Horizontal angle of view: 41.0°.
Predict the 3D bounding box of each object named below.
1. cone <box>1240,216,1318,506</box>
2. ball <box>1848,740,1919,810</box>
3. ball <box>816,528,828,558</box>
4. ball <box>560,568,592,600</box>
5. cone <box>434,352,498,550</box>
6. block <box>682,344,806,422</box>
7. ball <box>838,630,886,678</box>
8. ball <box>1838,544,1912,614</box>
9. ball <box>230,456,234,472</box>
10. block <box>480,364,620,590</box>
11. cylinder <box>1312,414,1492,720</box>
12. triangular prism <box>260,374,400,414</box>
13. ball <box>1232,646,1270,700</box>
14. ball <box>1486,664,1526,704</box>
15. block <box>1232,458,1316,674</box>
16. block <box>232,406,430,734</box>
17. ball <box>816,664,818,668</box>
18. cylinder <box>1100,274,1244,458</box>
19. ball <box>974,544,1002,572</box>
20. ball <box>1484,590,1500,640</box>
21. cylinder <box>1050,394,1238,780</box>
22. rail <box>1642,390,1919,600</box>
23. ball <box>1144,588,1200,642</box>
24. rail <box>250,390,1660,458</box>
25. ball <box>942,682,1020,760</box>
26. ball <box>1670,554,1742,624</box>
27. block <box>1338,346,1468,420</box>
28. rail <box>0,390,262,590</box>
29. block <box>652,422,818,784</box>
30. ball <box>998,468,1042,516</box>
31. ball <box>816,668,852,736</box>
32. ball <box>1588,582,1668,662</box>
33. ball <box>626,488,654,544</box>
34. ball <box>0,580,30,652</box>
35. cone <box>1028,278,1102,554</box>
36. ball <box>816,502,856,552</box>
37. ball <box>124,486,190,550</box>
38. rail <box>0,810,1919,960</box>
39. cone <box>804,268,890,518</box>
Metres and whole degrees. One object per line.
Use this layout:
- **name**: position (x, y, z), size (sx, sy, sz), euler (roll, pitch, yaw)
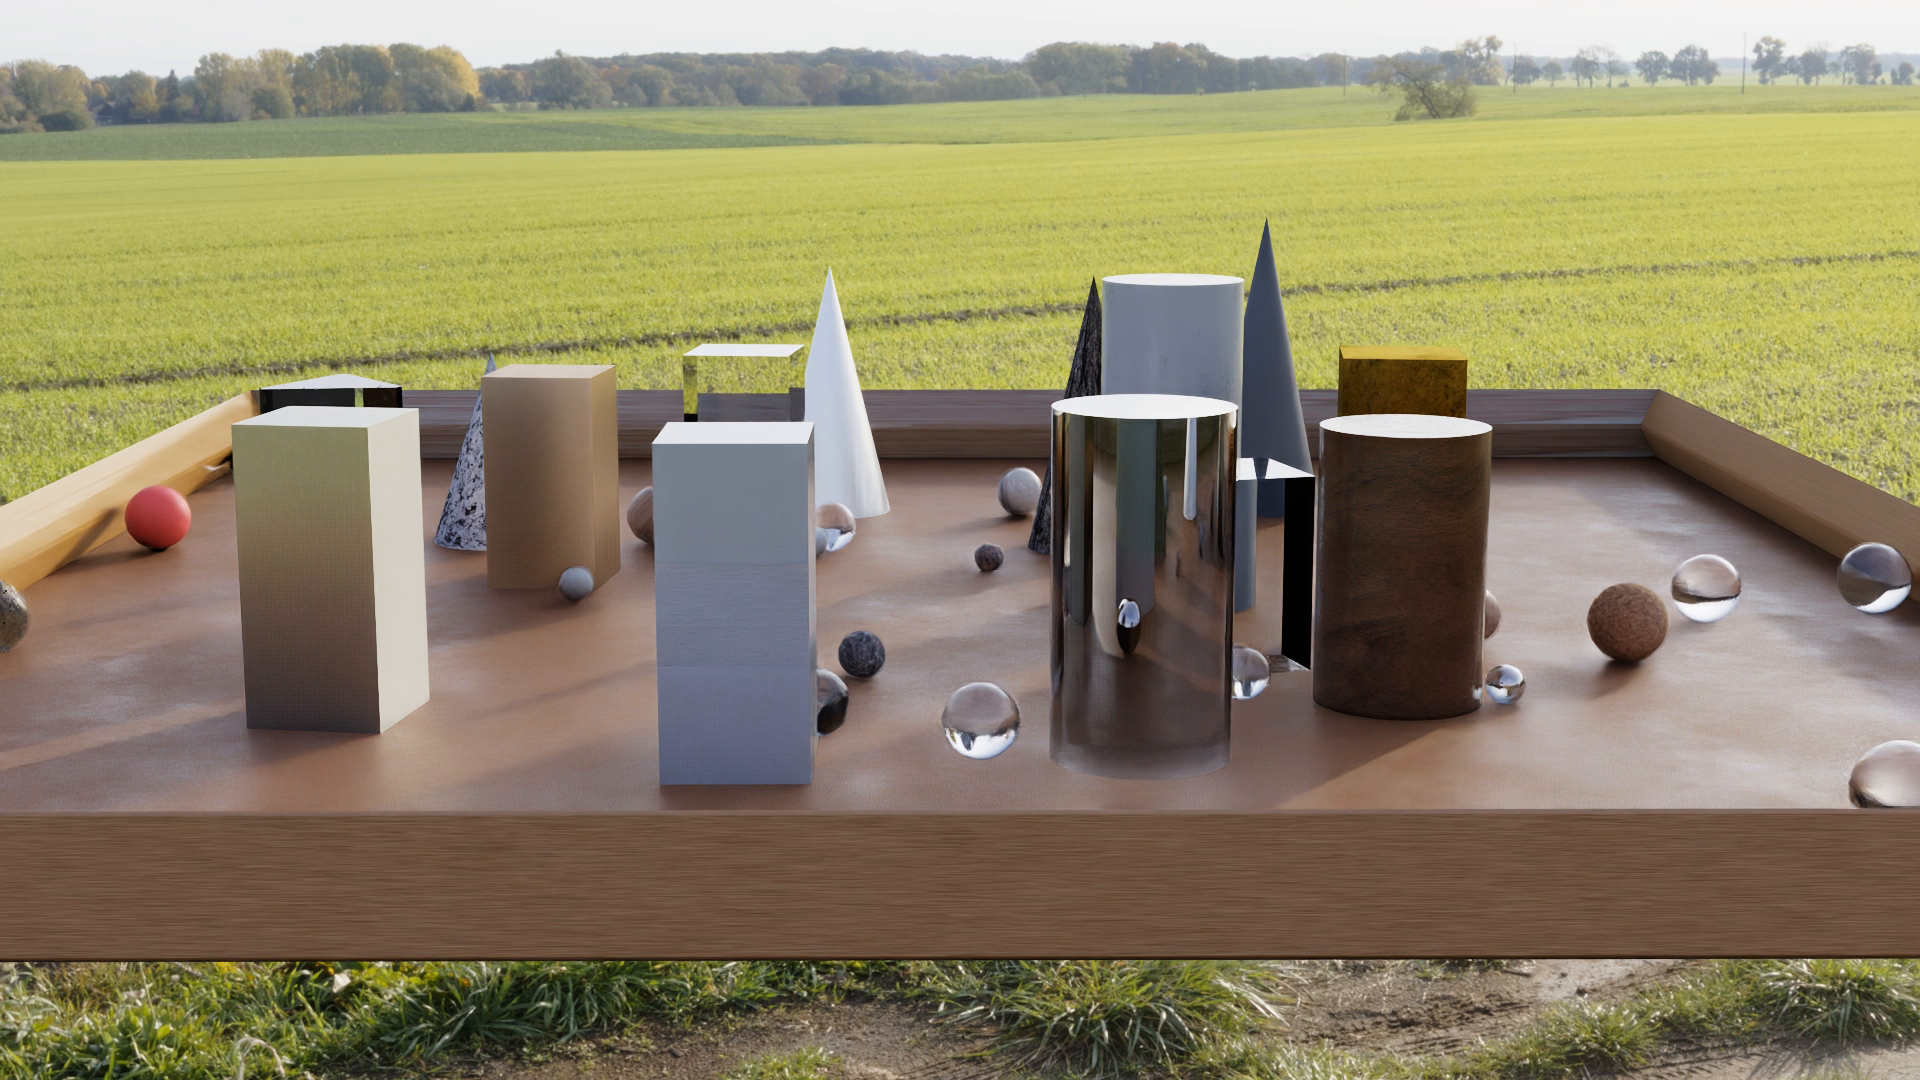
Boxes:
- **cone**: position (0.507, -0.301, 4.282), size (0.194, 0.479, 0.194), euler (0, 11, 0)
- **ball**: position (0.892, 0.238, 2.429), size (0.096, 0.096, 0.096), euler (0, 11, 0)
- **ball**: position (-0.221, 0.003, 3.828), size (0.046, 0.046, 0.046), euler (0, 11, 0)
- **ball**: position (-0.527, 0.061, 3.521), size (0.046, 0.046, 0.046), euler (0, 11, 0)
- **cone**: position (-0.718, -0.145, 3.957), size (0.194, 0.292, 0.194), euler (0, 11, 0)
- **block**: position (-0.319, -0.130, 3.831), size (0.155, 0.308, 0.155), euler (1, 11, 5)
- **ball**: position (-0.118, 0.137, 3.081), size (0.057, 0.057, 0.057), euler (0, 11, 0)
- **ball**: position (1.226, 0.052, 3.437), size (0.094, 0.094, 0.094), euler (0, 11, 0)
- **ball**: position (-1.257, -0.137, 4.536), size (0.065, 0.065, 0.065), euler (0, 11, 0)
- **block**: position (-0.579, -0.092, 3.648), size (0.155, 0.299, 0.155), euler (1, 11, 5)
- **cylinder**: position (0.507, 0.028, 2.947), size (0.194, 0.321, 0.194), euler (0, 11, 0)
- **triangular prism**: position (-0.780, -0.035, 3.242), size (0.168, 0.335, 0.145), euler (-1, 11, -7)
- **ball**: position (0.327, 0.154, 2.972), size (0.062, 0.062, 0.062), euler (0, 11, 0)
- **ball**: position (0.628, 0.166, 2.955), size (0.046, 0.046, 0.046), euler (0, 11, 0)
- **block**: position (0.331, 0.031, 3.151), size (0.155, 0.239, 0.155), euler (-3, 11, -15)
- **block**: position (-0.703, 0.030, 2.879), size (0.155, 0.340, 0.155), euler (2, 11, 8)
- **ball**: position (-0.200, 0.157, 2.899), size (0.084, 0.084, 0.084), euler (0, 11, 0)
- **cylinder**: position (0.290, -0.141, 3.537), size (0.194, 0.436, 0.194), euler (0, 11, 0)
- **ball**: position (0.041, 0.025, 3.726), size (0.041, 0.041, 0.041), euler (0, 11, 0)
- **ball**: position (0.649, 0.095, 3.260), size (0.075, 0.075, 0.075), euler (0, 11, 0)
- **cylinder**: position (0.192, 0.045, 2.704), size (0.194, 0.375, 0.194), euler (0, 11, 0)
- **rail**: position (1.293, 0.031, 3.456), size (0.045, 0.126, 2.746), euler (0, 11, 0)
- **ball**: position (0.269, 0.096, 3.265), size (0.071, 0.071, 0.071), euler (0, 11, 0)
- **rail**: position (-0.008, -0.214, 4.776), size (2.634, 0.126, 0.045), euler (0, 11, 0)
- **ball**: position (0.022, 0.191, 2.717), size (0.083, 0.083, 0.083), euler (0, 11, 0)
- **ball**: position (0.983, 0.064, 3.380), size (0.090, 0.090, 0.090), euler (0, 11, 0)
- **block**: position (0.572, -0.067, 3.356), size (0.155, 0.357, 0.155), euler (1, 11, 6)
- **rail**: position (-1.293, 0.034, 3.442), size (0.045, 0.126, 2.746), euler (0, 11, 0)
- **block**: position (-0.231, 0.063, 2.671), size (0.155, 0.352, 0.155), euler (0, 11, -1)
- **ball**: position (0.099, -0.078, 4.186), size (0.076, 0.076, 0.076), euler (0, 11, 0)
- **ball**: position (-0.157, 0.178, 2.810), size (0.075, 0.075, 0.075), euler (0, 11, 0)
- **ball**: position (0.823, 0.101, 3.162), size (0.097, 0.097, 0.097), euler (0, 11, 0)
- **ball**: position (-0.467, -0.038, 3.937), size (0.087, 0.087, 0.087), euler (0, 11, 0)
- **ball**: position (-1.210, 0.096, 3.202), size (0.093, 0.093, 0.093), euler (0, 11, 0)
- **cone**: position (0.201, -0.195, 3.885), size (0.194, 0.415, 0.194), euler (0, 11, 0)
- **ball**: position (-0.195, -0.020, 3.878), size (0.075, 0.075, 0.075), euler (0, 11, 0)
- **ball**: position (-1.217, -0.034, 3.892), size (0.096, 0.096, 0.096), euler (0, 11, 0)
- **rail**: position (0.008, 0.279, 2.122), size (2.634, 0.126, 0.045), euler (0, 11, 0)
- **cone**: position (-0.212, -0.248, 4.209), size (0.194, 0.402, 0.194), euler (0, 11, 0)
